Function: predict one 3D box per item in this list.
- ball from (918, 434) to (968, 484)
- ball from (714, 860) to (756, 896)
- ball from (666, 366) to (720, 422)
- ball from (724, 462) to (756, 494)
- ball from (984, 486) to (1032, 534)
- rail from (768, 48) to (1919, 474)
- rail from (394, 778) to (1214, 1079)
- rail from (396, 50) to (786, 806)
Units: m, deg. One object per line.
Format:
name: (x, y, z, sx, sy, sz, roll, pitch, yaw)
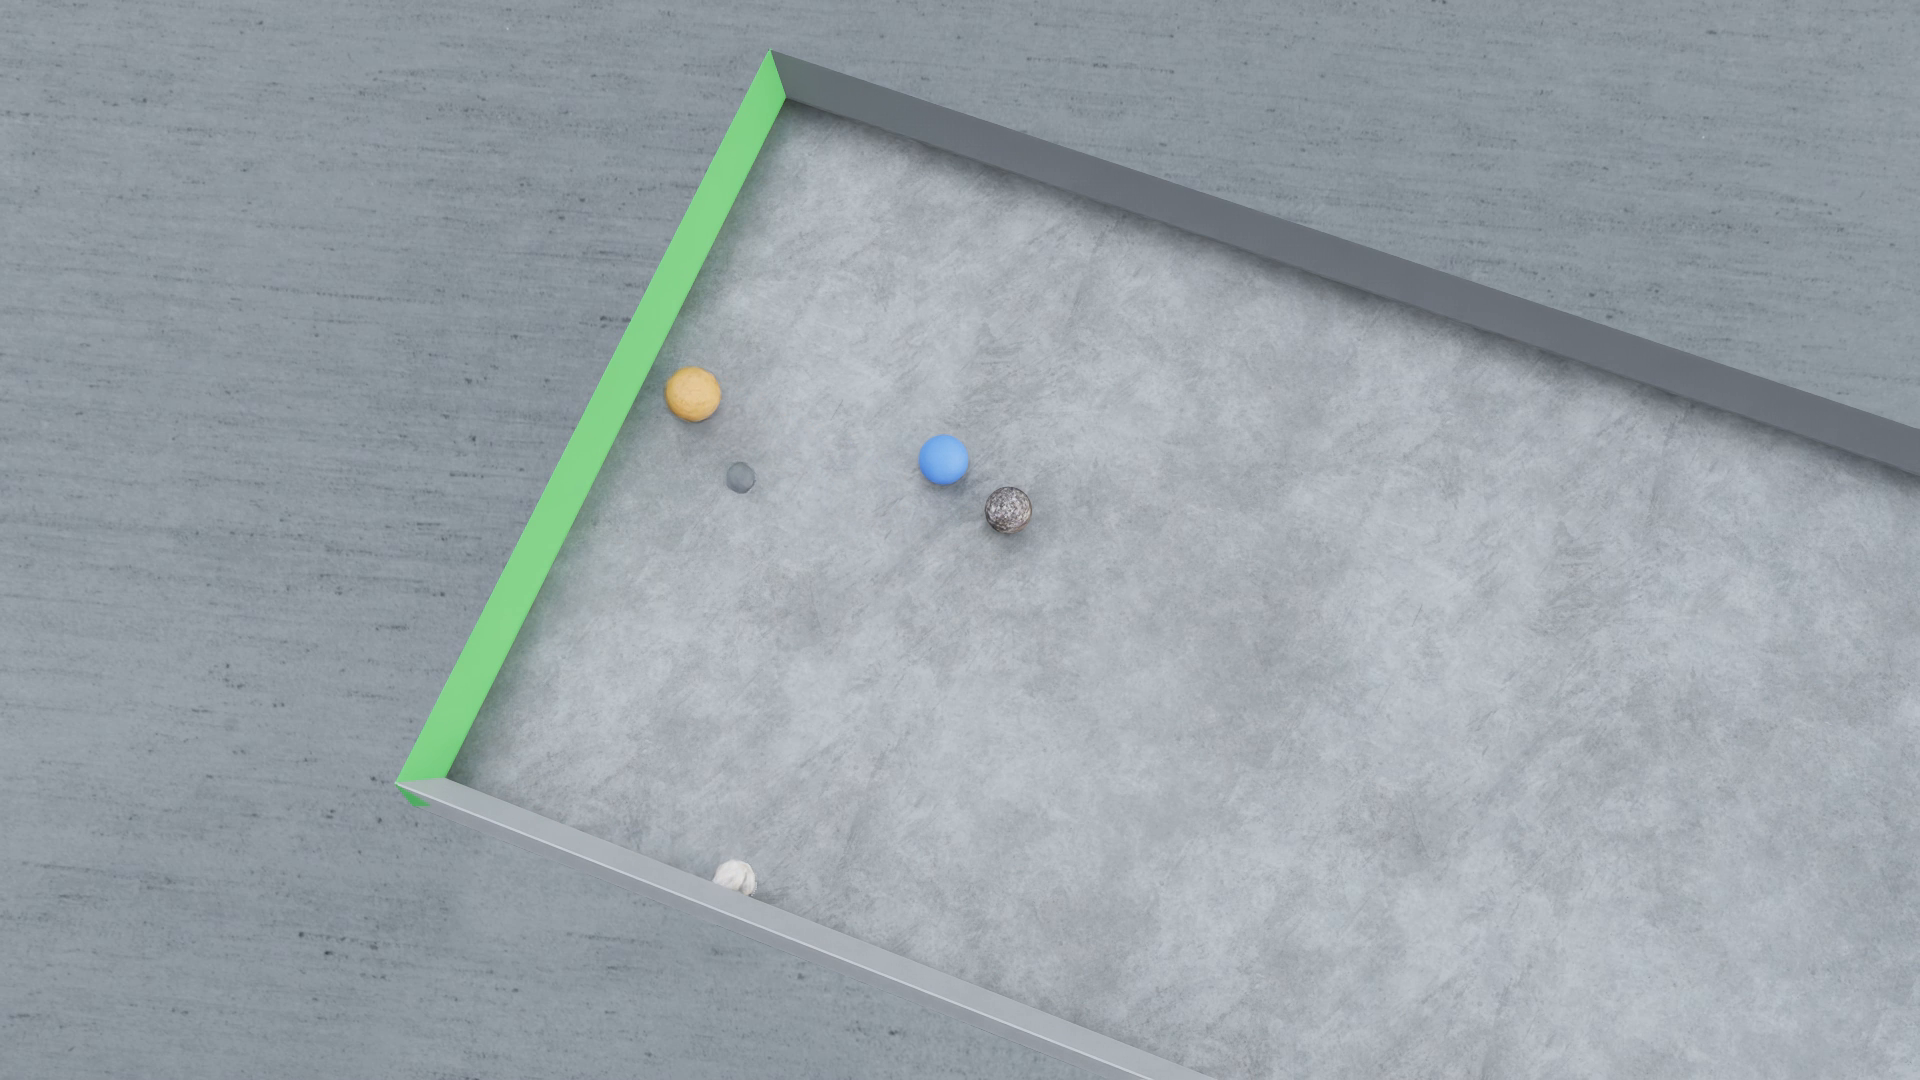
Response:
ball: (-0.027, -0.130, 3.561, 0.081, 0.081, 0.081, 0, 67, 0)
ball: (-0.338, 0.511, 3.300, 0.062, 0.062, 0.062, 0, 67, 0)
ball: (-0.437, -0.239, 3.602, 0.090, 0.090, 0.090, 0, 67, 0)
ball: (-0.356, -0.101, 3.564, 0.052, 0.052, 0.052, 0, 67, 0)
ball: (0.078, -0.048, 3.529, 0.076, 0.076, 0.076, 0, 67, 0)
rail: (0.833, -0.382, 3.647, 2.511, 0.117, 0.045, 20, 68, 8)
rail: (0.337, 0.786, 3.153, 2.511, 0.117, 0.045, 20, 68, 8)
rail: (-0.562, -0.211, 3.575, 0.045, 0.117, 1.409, 20, 68, 8)
